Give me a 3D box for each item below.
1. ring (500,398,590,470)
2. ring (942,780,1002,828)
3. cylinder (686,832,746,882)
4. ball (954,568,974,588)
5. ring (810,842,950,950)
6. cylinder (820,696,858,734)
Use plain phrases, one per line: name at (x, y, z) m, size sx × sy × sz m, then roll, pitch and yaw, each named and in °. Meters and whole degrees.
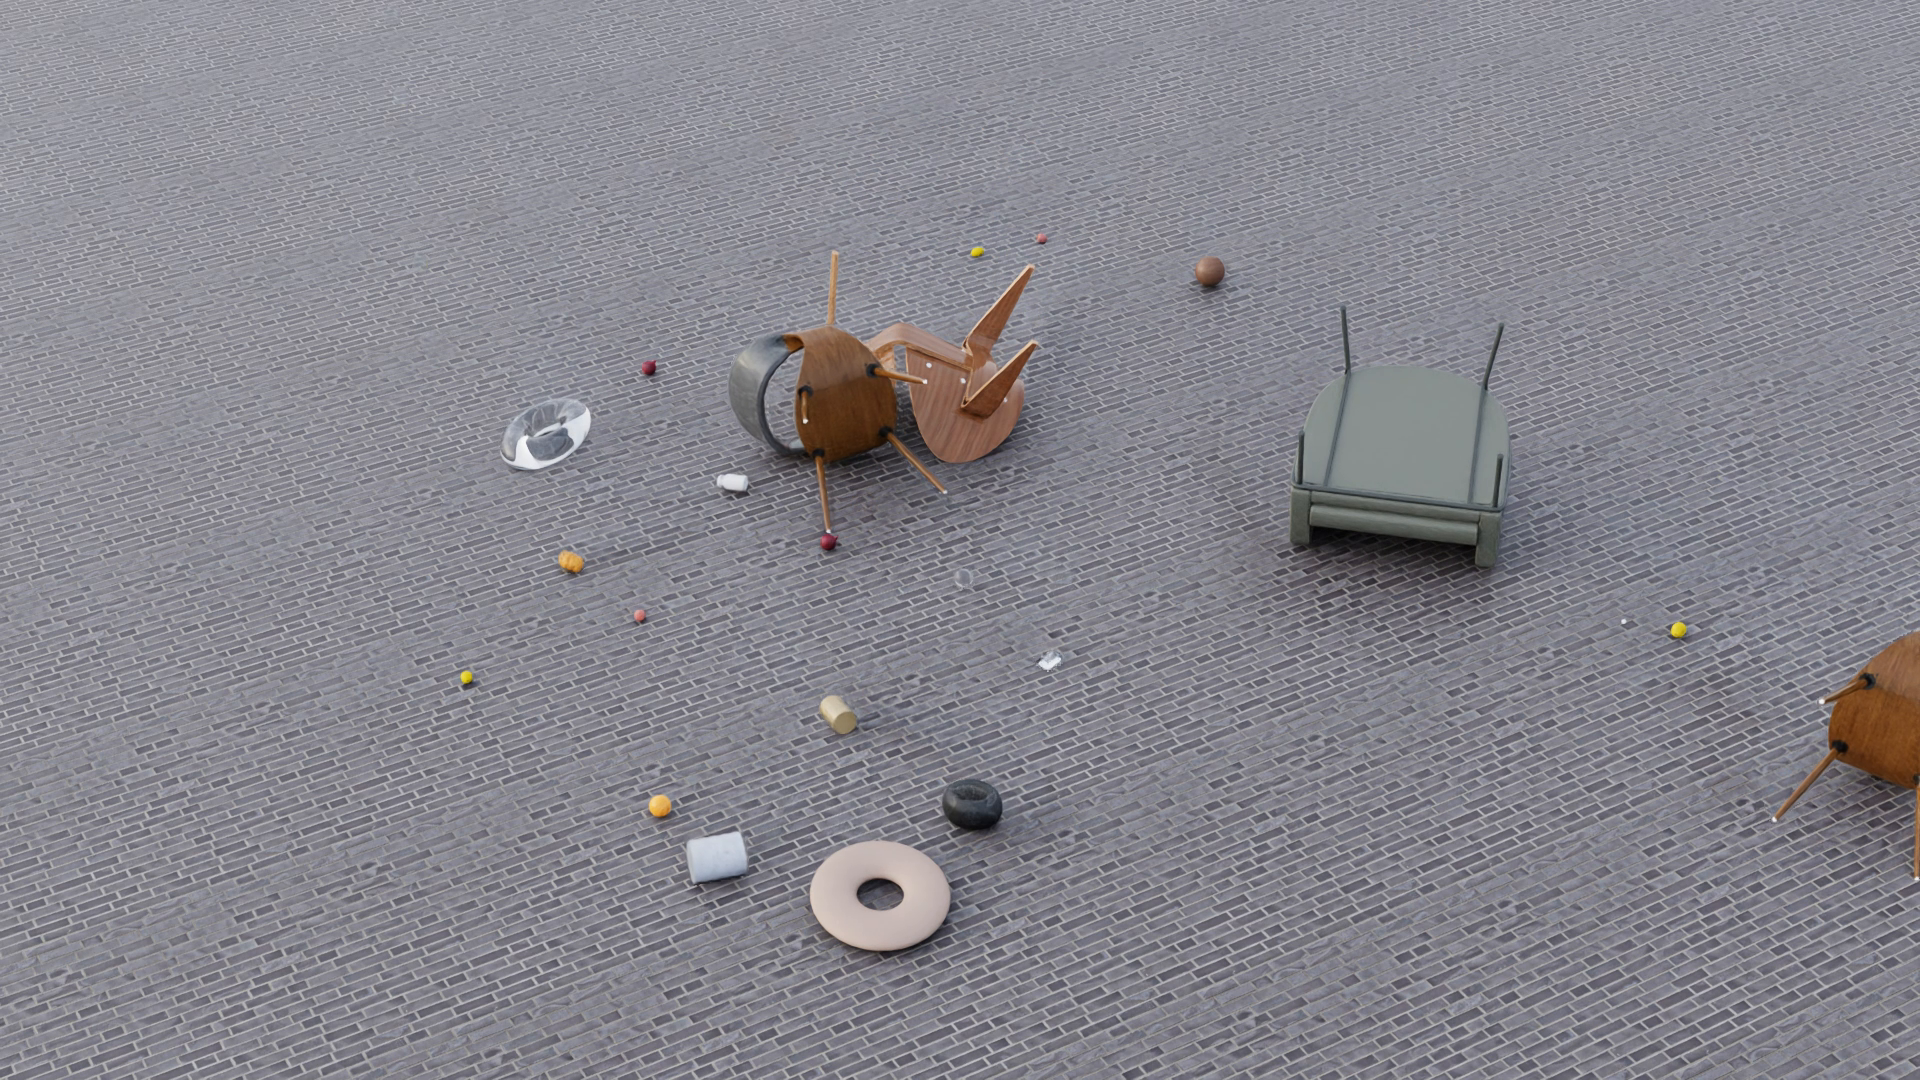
ring at (-1.620, -0.416, 11.467) m, size 0.294 × 0.121 × 0.468 m, roll 14°, pitch 37°, yaw 23°
ring at (0.040, 0.861, 9.543) m, size 0.212 × 0.105 × 0.183 m, roll 24°, pitch 36°, yaw 39°
cylinder at (-0.772, 1.005, 9.295) m, size 0.166 × 0.136 × 0.136 m, roll -9°, pitch 1°, yaw -14°
ball at (0.013, 0.138, 10.673) m, size 0.069 × 0.069 × 0.069 m, roll 0°, pitch 33°, yaw 0°
ring at (-0.250, 1.112, 9.193) m, size 0.441 × 0.071 × 0.514 m, roll -5°, pitch 34°, yaw -8°
cylinder at (-0.412, 0.592, 9.964) m, size 0.083 × 0.096 × 0.107 m, roll -47°, pitch 43°, yaw 2°
